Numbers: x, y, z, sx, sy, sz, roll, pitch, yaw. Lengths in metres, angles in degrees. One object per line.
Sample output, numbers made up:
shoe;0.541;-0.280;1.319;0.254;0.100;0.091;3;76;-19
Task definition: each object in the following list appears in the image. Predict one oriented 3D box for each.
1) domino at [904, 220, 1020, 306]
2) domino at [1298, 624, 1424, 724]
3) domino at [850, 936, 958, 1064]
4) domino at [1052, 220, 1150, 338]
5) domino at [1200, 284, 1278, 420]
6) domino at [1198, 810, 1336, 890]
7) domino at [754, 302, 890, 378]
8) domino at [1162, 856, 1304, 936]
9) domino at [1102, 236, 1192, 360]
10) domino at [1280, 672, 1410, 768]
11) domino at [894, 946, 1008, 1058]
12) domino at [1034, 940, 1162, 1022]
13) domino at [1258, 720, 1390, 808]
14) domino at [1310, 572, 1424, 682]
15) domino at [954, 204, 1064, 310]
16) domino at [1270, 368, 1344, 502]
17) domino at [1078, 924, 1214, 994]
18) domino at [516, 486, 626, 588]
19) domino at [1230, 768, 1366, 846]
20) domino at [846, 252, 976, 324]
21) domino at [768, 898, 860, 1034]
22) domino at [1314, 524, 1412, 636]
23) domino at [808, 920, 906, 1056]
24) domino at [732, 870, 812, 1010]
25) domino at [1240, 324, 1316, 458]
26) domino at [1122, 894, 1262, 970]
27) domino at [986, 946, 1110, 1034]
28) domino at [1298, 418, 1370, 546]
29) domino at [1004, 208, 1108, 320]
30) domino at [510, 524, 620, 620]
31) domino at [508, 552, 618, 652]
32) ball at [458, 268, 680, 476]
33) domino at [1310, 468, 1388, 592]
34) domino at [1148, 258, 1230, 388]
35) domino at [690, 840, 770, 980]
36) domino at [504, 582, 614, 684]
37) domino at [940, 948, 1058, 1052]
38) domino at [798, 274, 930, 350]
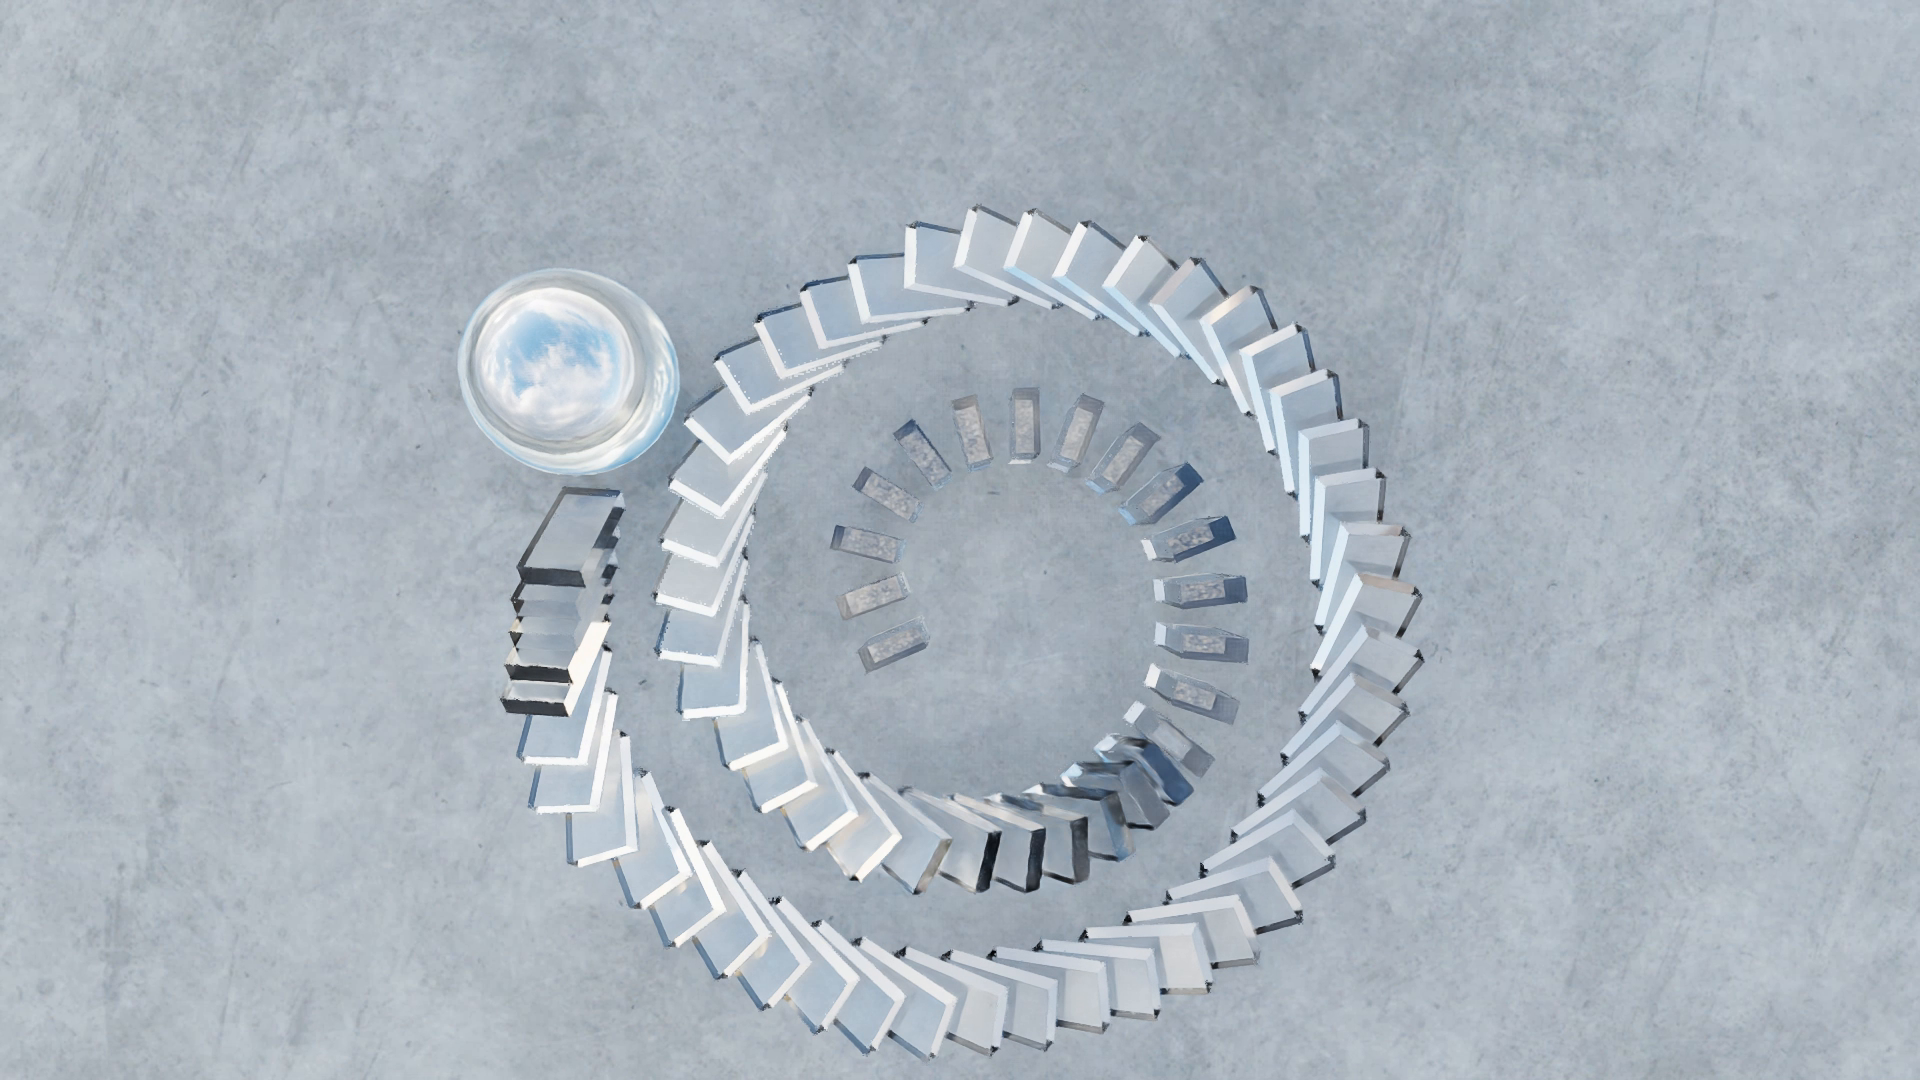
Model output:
domino;0.002;-0.115;0.384;0.050;0.009;0.025;2;90;-30
domino;0.167;0.062;0.384;0.025;0.009;0.050;24;119;0
domino;-0.028;0.192;0.384;0.050;0.009;0.025;20;90;29
domino;0.065;-0.109;0.384;0.050;0.010;0.025;26;90;-29
domino;0.122;-0.078;0.384;0.025;0.009;0.050;-36;119;0
domino;0.128;0.136;0.384;0.025;0.009;0.050;46;119;0
domino;-0.057;-0.088;0.384;0.050;0.009;0.025;-25;90;-29
domino;0.114;0.153;0.384;0.050;0.010;0.025;-32;90;29
domino;0.085;-0.101;0.384;0.050;0.009;0.025;34;90;-29
domino;0.160;0.081;0.384;0.025;0.010;0.050;29;119;0
domino;-0.006;0.193;0.384;0.050;0.009;0.025;8;90;29
domino;0.057;0.184;0.384;0.050;0.009;0.025;-8;90;28
domino;0.151;0.101;0.384;0.025;0.009;0.050;35;118;0
domino;0.169;0.039;0.384;0.025;0.009;0.050;12;119;0
domino;0.024;-0.118;0.384;0.050;0.009;0.025;15;90;-29
domino;0.147;-0.043;0.384;0.025;0.010;0.050;-21;119;0
domino;0.077;0.176;0.384;0.050;0.009;0.025;-16;90;29
domino;-0.159;-0.002;0.378;0.025;0.050;0.009;4;132;0
domino;0.141;0.120;0.384;0.025;0.009;0.050;42;119;0
domino;-0.020;-0.107;0.384;0.050;0.010;0.025;-14;90;-29
domino;-0.068;0.177;0.384;0.050;0.010;0.025;34;90;29
domino;0.168;0.018;0.384;0.025;0.009;0.050;2;119;0
domino;-0.049;0.186;0.384;0.050;0.010;0.025;30;90;29
domino;-0.087;0.167;0.384;0.050;0.010;0.025;41;90;28
domino;0.137;-0.062;0.384;0.025;0.010;0.050;-26;119;0
domino;0.096;0.166;0.384;0.050;0.009;0.025;-22;90;29
domino;0.037;0.188;0.384;0.050;0.010;0.025;-5;90;28
domino;0.156;-0.024;0.384;0.025;0.009;0.050;-13;119;0
domino;0.044;-0.114;0.384;0.050;0.010;0.025;21;90;-29
domino;-0.162;0.011;0.378;0.025;0.050;0.009;4;132;0
domino;-0.162;0.023;0.378;0.025;0.050;0.010;4;132;0
ball;-0.152;-0.065;0.360;0.080;0.080;0.080;0;90;0
domino;0.162;-0.004;0.384;0.025;0.009;0.050;-9;119;0
domino;0.104;-0.091;0.384;0.025;0.010;0.050;-49;119;0
domino;-0.104;0.154;0.384;0.025;0.010;0.050;-46;62;0
domino;-0.164;0.036;0.378;0.025;0.050;0.010;4;132;0
domino;0.015;0.192;0.384;0.050;0.010;0.025;3;90;28
domino;-0.039;-0.098;0.384;0.050;0.010;0.025;-20;90;-29
